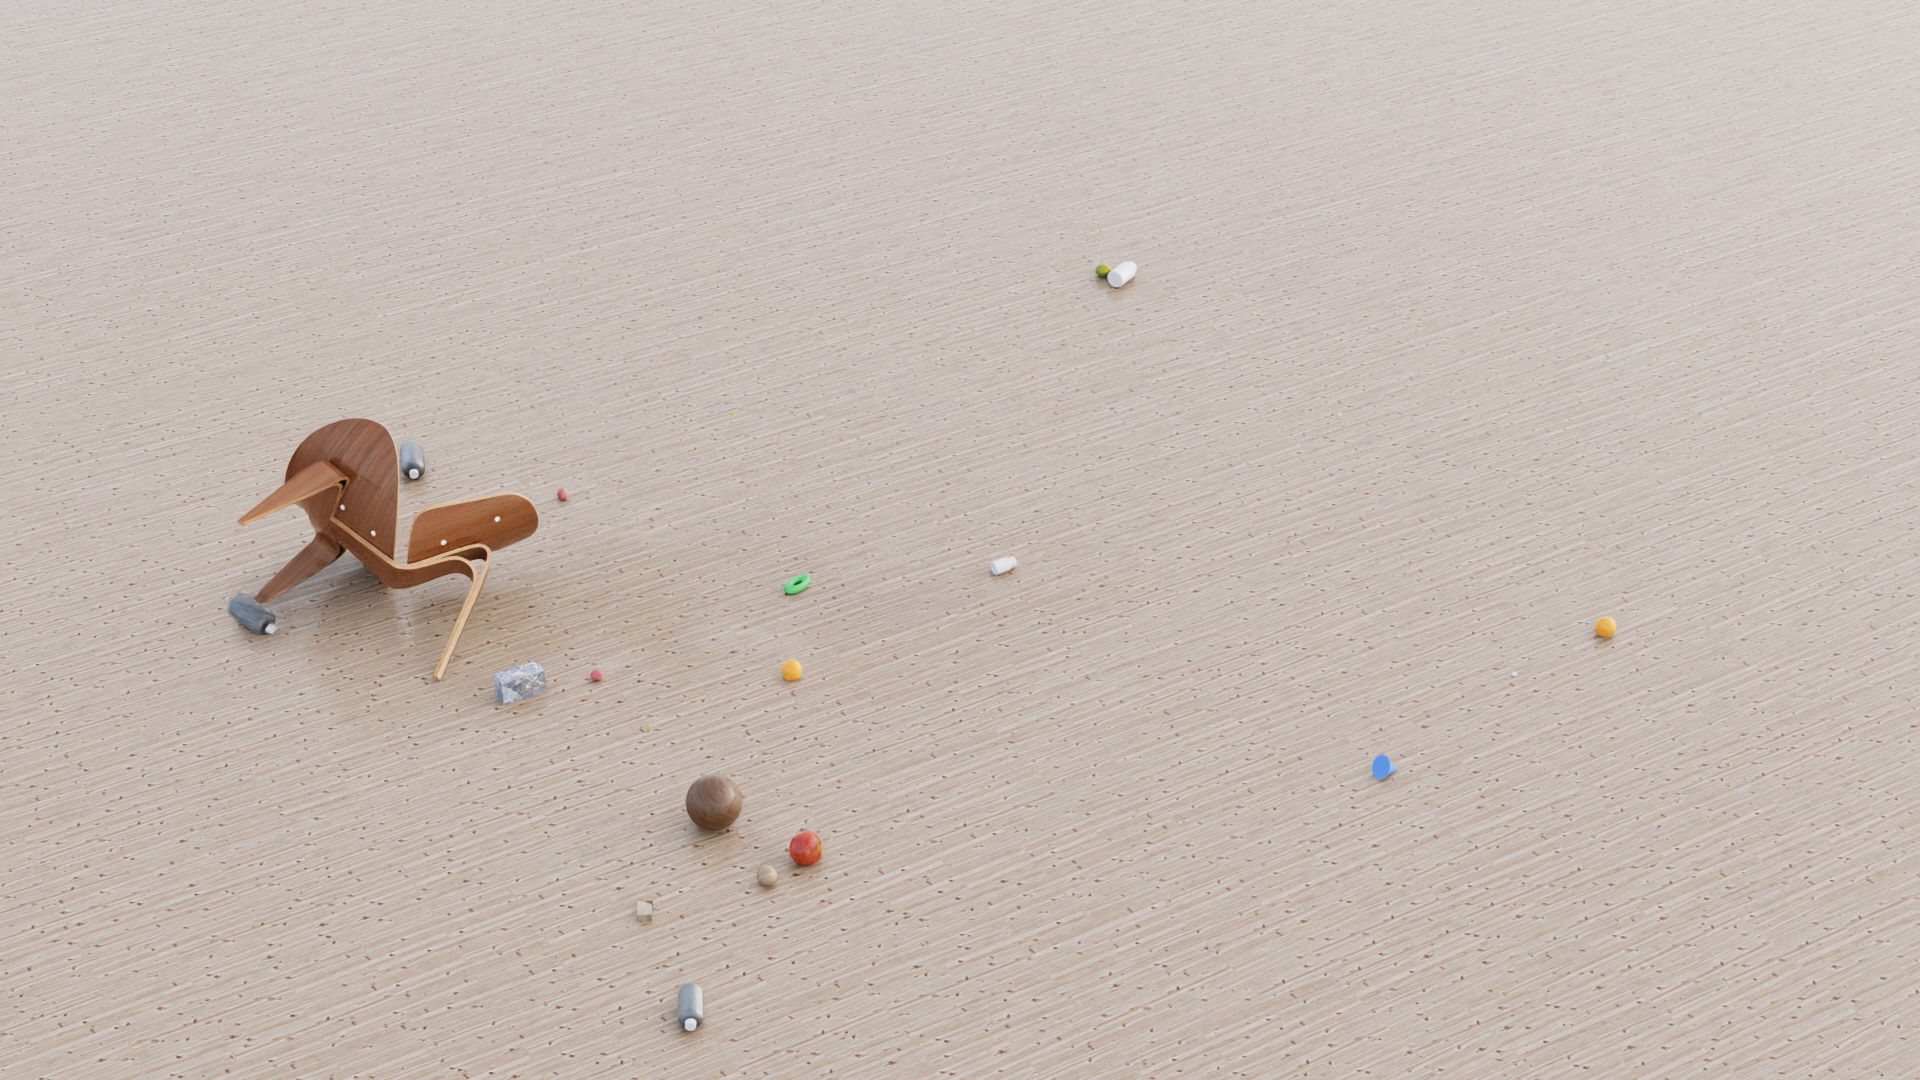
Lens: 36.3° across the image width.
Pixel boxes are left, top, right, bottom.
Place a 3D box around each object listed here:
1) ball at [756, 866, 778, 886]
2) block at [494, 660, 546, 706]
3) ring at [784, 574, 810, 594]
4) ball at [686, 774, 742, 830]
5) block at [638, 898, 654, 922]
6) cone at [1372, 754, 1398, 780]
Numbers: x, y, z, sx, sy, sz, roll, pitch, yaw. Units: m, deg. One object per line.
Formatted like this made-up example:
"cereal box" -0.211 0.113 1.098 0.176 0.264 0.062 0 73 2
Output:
"ball" -0.610 1.061 9.274 0.065 0.065 0.065 0 33 0
"block" -1.517 0.492 10.115 0.159 0.090 0.071 -18 37 -25
"ring" -0.592 0.161 10.672 0.066 0.031 0.126 25 41 30
"ball" -0.796 0.848 9.489 0.185 0.185 0.185 0 33 0
"block" -0.984 1.157 9.165 0.045 0.027 0.076 -1 33 -2
"cone" 1.429 0.759 9.758 0.079 0.084 0.080 11 13 -38
